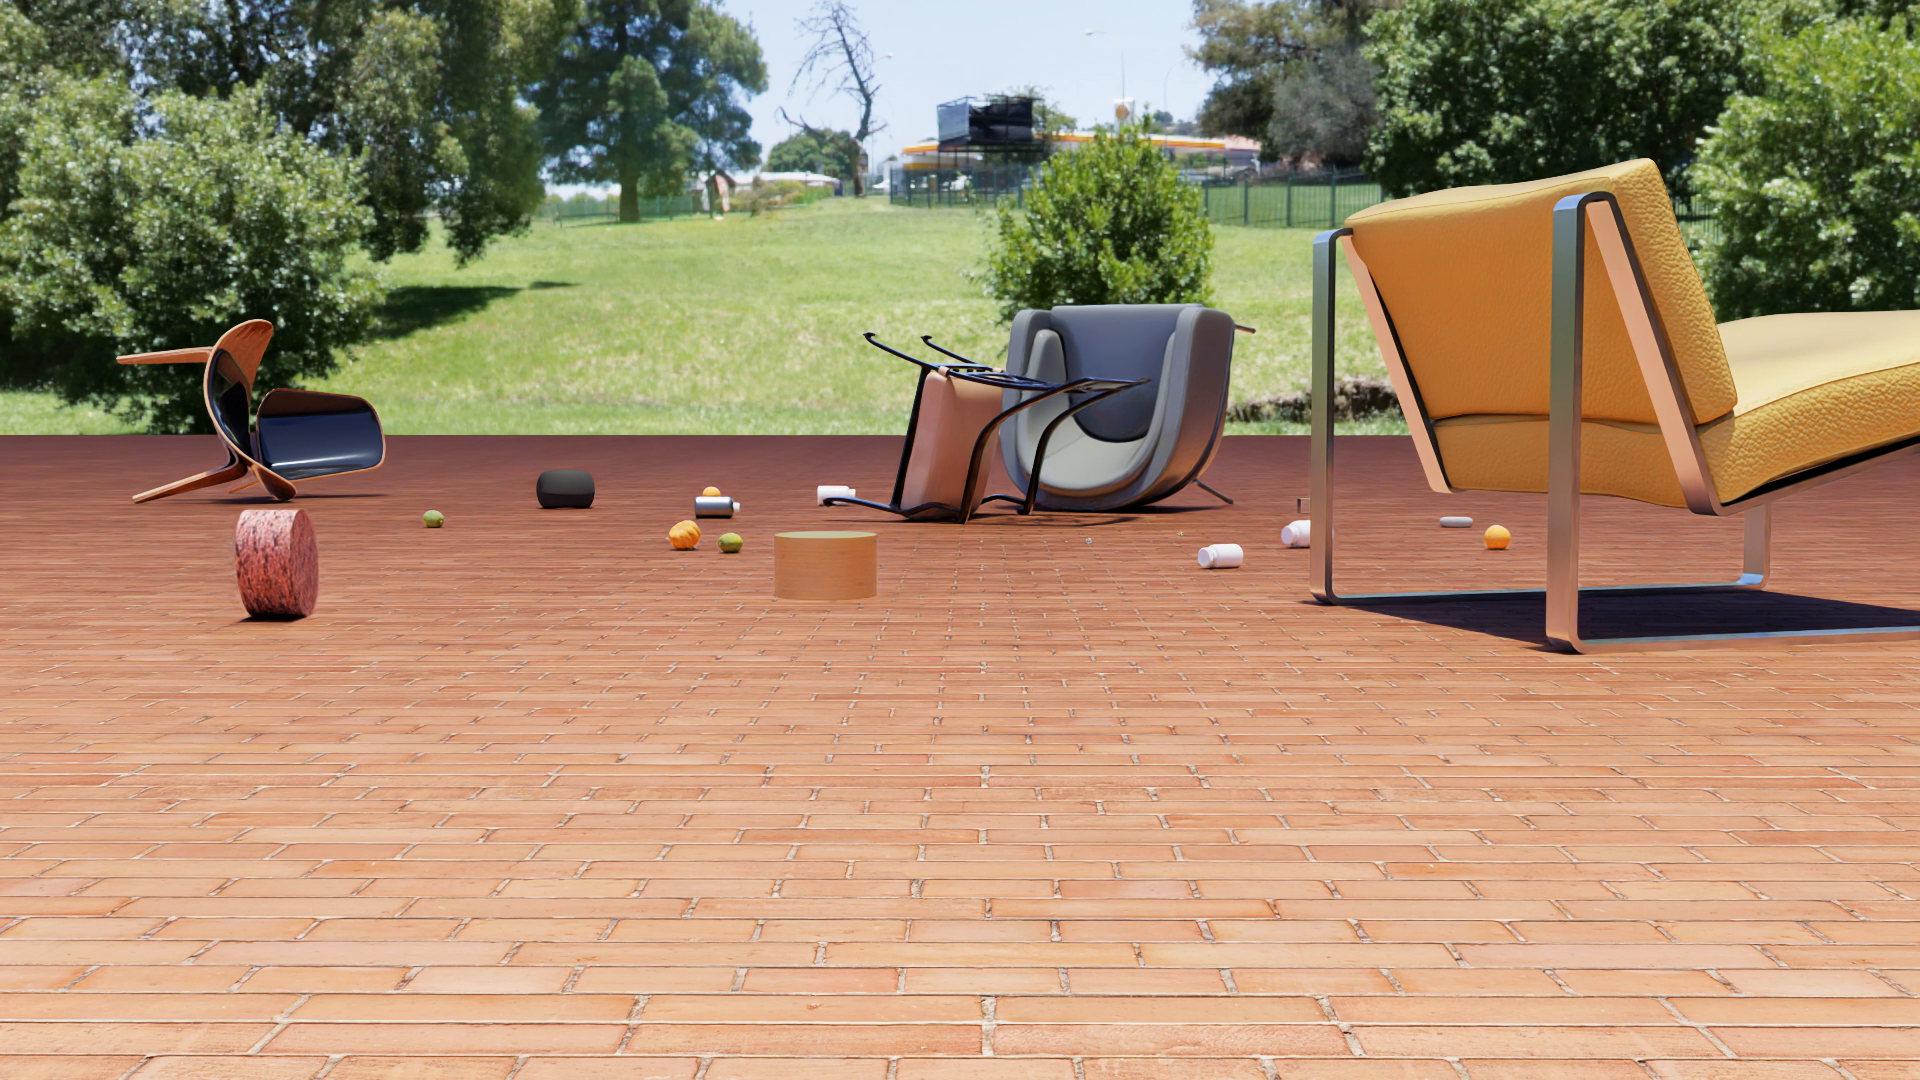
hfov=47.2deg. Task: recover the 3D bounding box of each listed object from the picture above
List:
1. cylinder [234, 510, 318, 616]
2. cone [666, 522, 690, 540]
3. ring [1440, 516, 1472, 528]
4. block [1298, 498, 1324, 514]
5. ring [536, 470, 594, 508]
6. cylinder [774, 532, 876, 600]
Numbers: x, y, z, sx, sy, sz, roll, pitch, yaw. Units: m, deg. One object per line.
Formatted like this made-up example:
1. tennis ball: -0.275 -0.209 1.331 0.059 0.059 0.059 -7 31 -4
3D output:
1. cylinder: -1.339 0.046 4.317 0.105 0.235 0.184 0 46 -2
2. cone: -0.854 -0.014 6.569 0.085 0.054 0.053 -20 4 41
3. ring: 1.613 -0.058 7.150 0.107 0.034 0.057 1 2 4
4. block: 1.268 -0.124 7.962 0.084 0.053 0.059 0 4 -5
5. ring: -1.487 -0.189 8.292 0.204 0.138 0.225 -5 -5 43
6. cylinder: -0.292 0.054 4.785 0.221 0.133 0.230 1 4 17
